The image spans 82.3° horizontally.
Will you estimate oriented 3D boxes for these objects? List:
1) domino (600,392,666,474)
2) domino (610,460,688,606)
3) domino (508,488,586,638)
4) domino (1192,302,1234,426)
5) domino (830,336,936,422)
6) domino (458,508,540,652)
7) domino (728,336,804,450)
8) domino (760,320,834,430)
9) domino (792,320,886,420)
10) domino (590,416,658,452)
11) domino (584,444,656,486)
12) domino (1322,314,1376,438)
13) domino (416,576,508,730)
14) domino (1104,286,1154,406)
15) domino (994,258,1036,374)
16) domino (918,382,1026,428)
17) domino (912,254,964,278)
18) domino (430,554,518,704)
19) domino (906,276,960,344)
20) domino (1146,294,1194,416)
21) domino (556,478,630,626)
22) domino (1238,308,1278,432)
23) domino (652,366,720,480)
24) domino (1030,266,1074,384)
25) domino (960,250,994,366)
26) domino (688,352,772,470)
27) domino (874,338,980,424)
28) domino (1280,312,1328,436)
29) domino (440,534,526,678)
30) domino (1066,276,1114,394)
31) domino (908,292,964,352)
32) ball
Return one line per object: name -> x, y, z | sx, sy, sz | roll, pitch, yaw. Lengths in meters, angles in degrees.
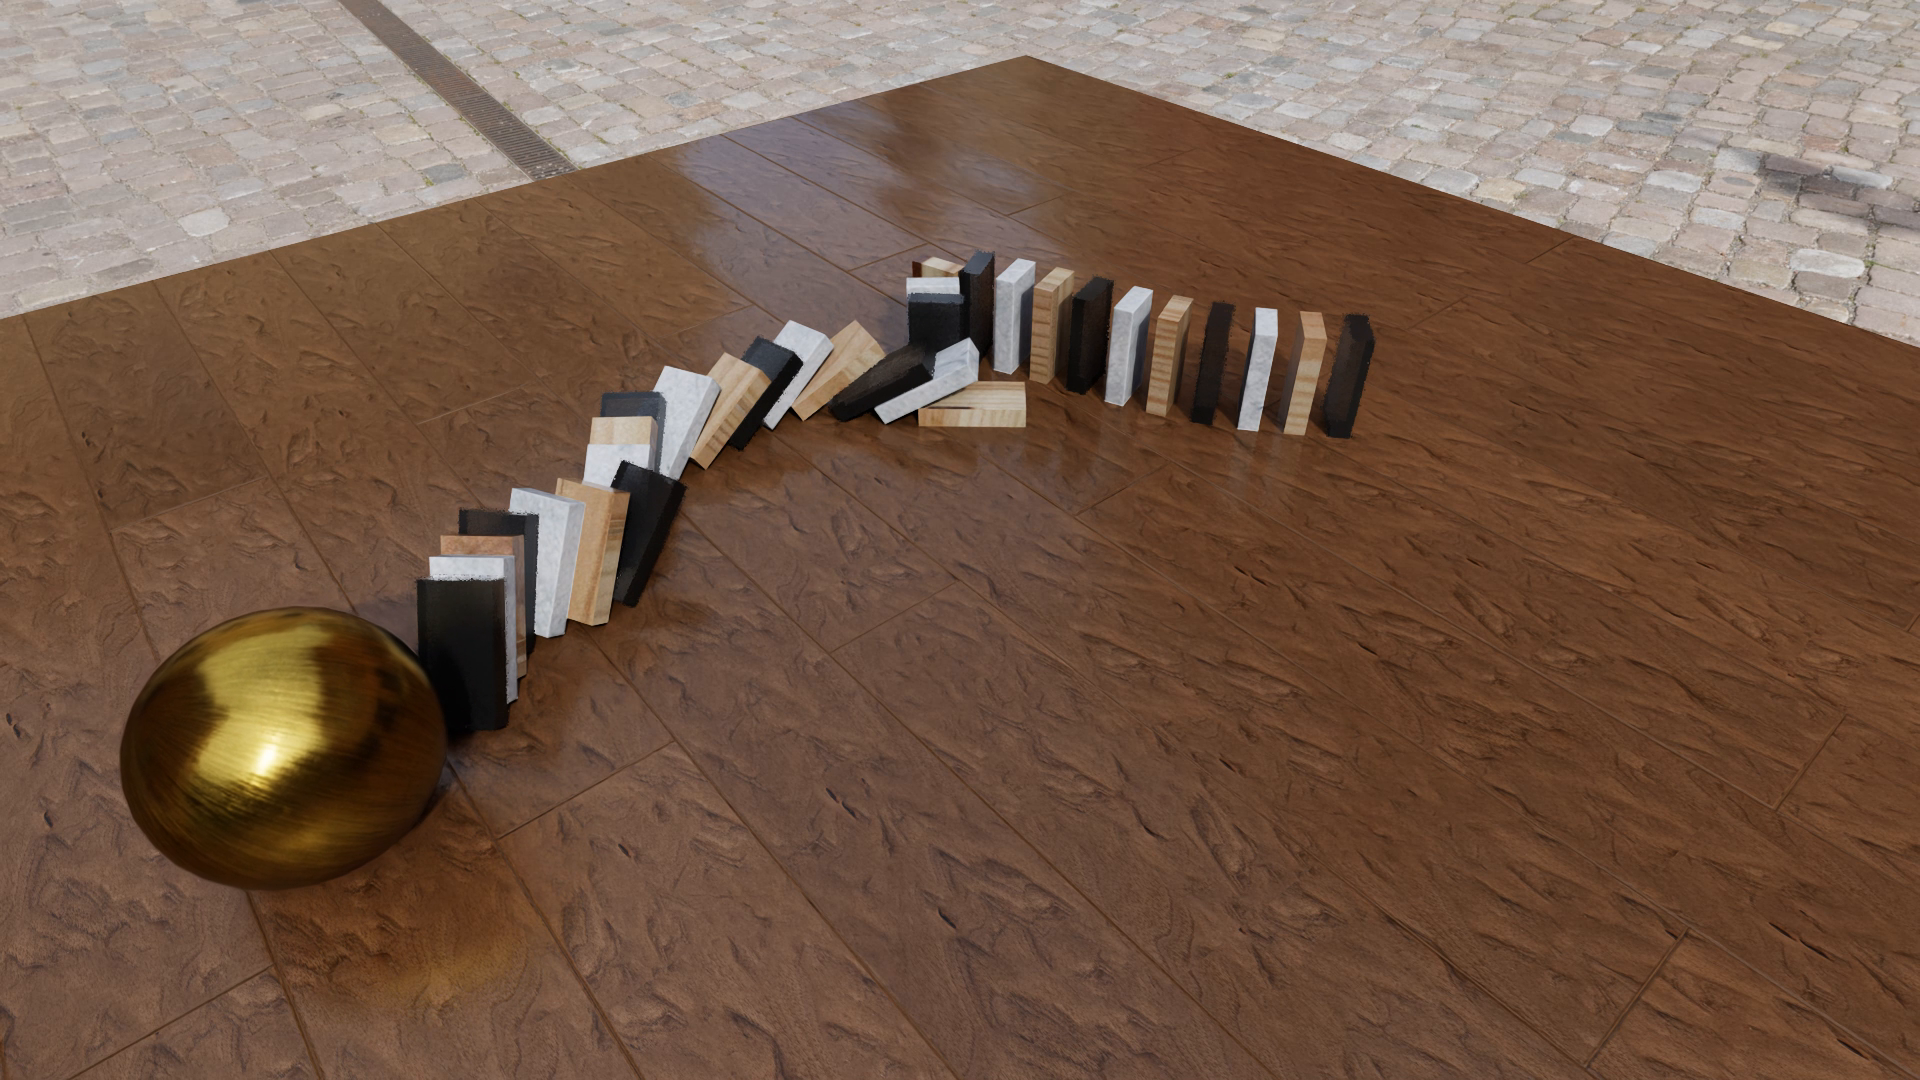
domino -> -0.142, -0.039, 0.471 | 0.025, 0.010, 0.050 | -1, 70, 2
domino -> -0.127, -0.003, 0.422 | 0.025, 0.009, 0.050 | 20, 82, 15
domino -> -0.155, 0.008, 0.404 | 0.025, 0.050, 0.009 | 14, 8, 17
domino -> 0.117, -0.082, 0.511 | 0.009, 0.050, 0.025 | 11, 41, 13
domino -> -0.036, -0.076, 0.517 | 0.050, 0.009, 0.025 | -22, 34, 21
domino -> -0.167, 0.015, 0.396 | 0.025, 0.050, 0.010 | 5, 5, 7
domino -> -0.097, -0.068, 0.507 | 0.025, 0.010, 0.050 | 27, 76, 31
domino -> -0.084, -0.078, 0.519 | 0.025, 0.010, 0.050 | 27, 77, 33
domino -> -0.062, -0.081, 0.525 | 0.050, 0.010, 0.025 | -39, 47, -2
domino -> -0.141, -0.026, 0.456 | 0.025, 0.010, 0.050 | -1, 70, 1
domino -> -0.138, -0.014, 0.441 | 0.025, 0.009, 0.050 | 0, 70, 0
domino -> 0.177, -0.074, 0.502 | 0.009, 0.050, 0.025 | 5, 40, 6
domino -> -0.166, 0.038, 0.368 | 0.025, 0.050, 0.009 | 1, 5, 1
domino -> 0.080, -0.092, 0.524 | 0.010, 0.050, 0.025 | 19, 43, 22
domino -> 0.027, -0.111, 0.547 | 0.009, 0.050, 0.025 | 18, 43, 21
domino -> 0.006, -0.065, 0.523 | 0.050, 0.010, 0.025 | 1, 39, 1
domino -> -0.011, -0.116, 0.553 | 0.025, 0.050, 0.009 | 24, 45, 26
domino -> -0.166, 0.030, 0.377 | 0.025, 0.050, 0.009 | 1, 5, 1
domino -> -0.013, -0.103, 0.537 | 0.025, 0.050, 0.010 | -1, 39, -1
domino -> 0.098, -0.086, 0.517 | 0.010, 0.050, 0.025 | 17, 42, 19
domino -> -0.140, 0.004, 0.409 | 0.025, 0.050, 0.010 | 14, 8, 17
domino -> 0.137, -0.078, 0.507 | 0.009, 0.050, 0.025 | 8, 40, 9
domino -> -0.128, -0.050, 0.485 | 0.025, 0.010, 0.050 | 16, 75, 19
domino -> 0.045, -0.105, 0.540 | 0.010, 0.050, 0.025 | 20, 43, 22
domino -> 0.009, -0.116, 0.553 | 0.010, 0.050, 0.025 | 12, 41, 14
domino -> -0.110, -0.059, 0.496 | 0.025, 0.010, 0.050 | 28, 77, 30
domino -> -0.015, -0.075, 0.515 | 0.050, 0.010, 0.025 | -23, 35, 20
domino -> 0.157, -0.076, 0.504 | 0.009, 0.050, 0.025 | 5, 40, 7
domino -> -0.167, 0.023, 0.386 | 0.025, 0.050, 0.010 | 1, 5, 1
domino -> 0.063, -0.098, 0.532 | 0.010, 0.050, 0.025 | 20, 43, 23
domino -> -0.011, -0.092, 0.524 | 0.025, 0.050, 0.009 | 3, 39, 3
ball -> -0.191, 0.059, 0.316 | 0.080, 0.080, 0.080 | 0, 39, 0
